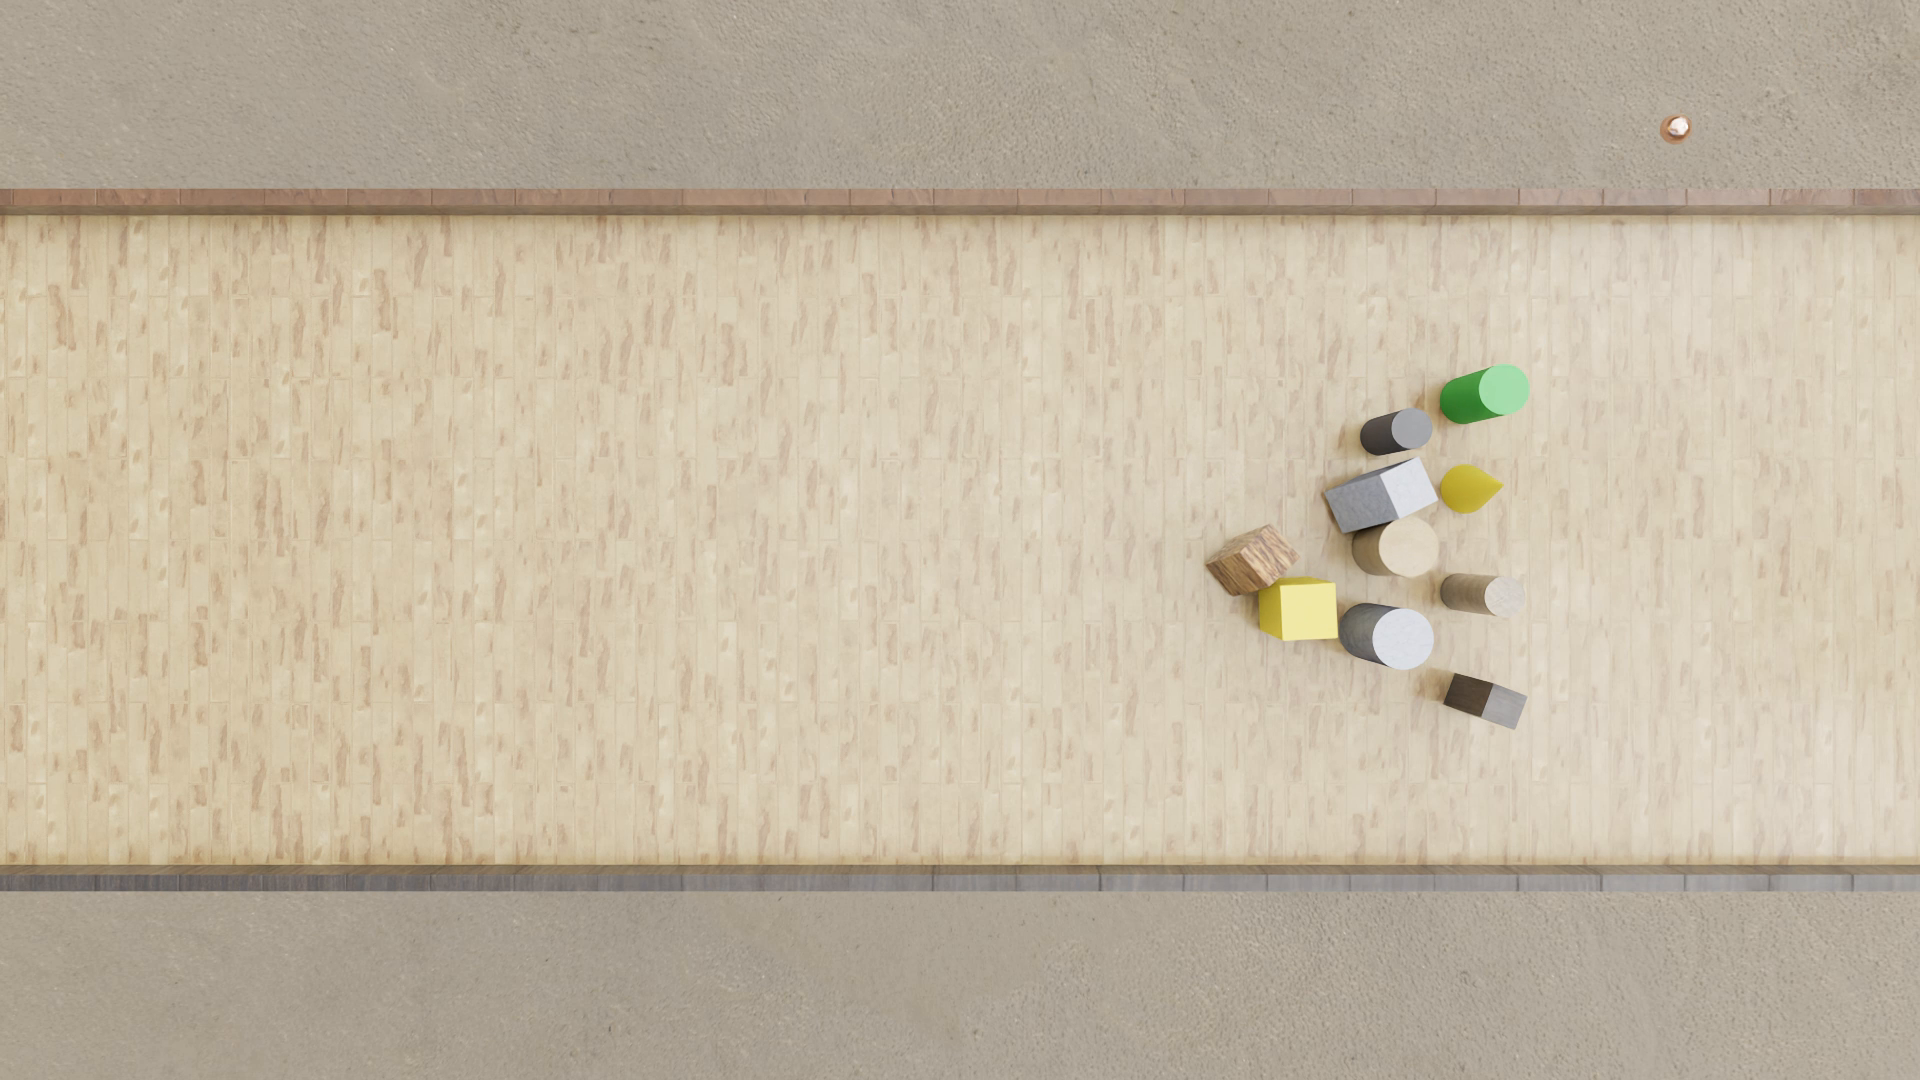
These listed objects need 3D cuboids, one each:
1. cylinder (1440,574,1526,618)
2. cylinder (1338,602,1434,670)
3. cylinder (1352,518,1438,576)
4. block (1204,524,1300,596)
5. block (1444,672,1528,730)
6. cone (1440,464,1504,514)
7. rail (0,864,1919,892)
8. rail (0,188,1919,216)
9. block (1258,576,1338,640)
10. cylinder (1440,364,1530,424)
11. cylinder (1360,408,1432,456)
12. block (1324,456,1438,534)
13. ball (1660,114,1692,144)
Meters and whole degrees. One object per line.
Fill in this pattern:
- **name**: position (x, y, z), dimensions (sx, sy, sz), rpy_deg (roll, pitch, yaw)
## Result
- **cylinder**: position (1.535, 0.160, 4.861), dimensions (0.116, 0.432, 0.116), rpy_deg (0, 90, 0)
- **cylinder**: position (1.252, 0.280, 4.868), dimensions (0.173, 0.418, 0.173), rpy_deg (0, 90, 0)
- **cylinder**: position (1.291, 0.022, 4.909), dimensions (0.172, 0.333, 0.172), rpy_deg (0, 89, 0)
- **block**: position (0.866, 0.063, 4.906), dimensions (0.131, 0.319, 0.131), rpy_deg (-41, 91, -12)
- **block**: position (1.554, 0.476, 4.891), dimensions (0.104, 0.370, 0.104), rpy_deg (21, 90, 0)
- **cone**: position (1.555, -0.157, 4.893), dimensions (0.151, 0.367, 0.151), rpy_deg (0, 90, 0)
- **rail**: position (-2.247, 1.025, 5.001), dimensions (12.000, 0.150, 0.050), rpy_deg (0, 90, 0)
- **rail**: position (-2.247, -1.025, 5.002), dimensions (12.000, 0.150, 0.050), rpy_deg (0, 90, 0)
- **block**: position (0.998, 0.200, 4.897), dimensions (0.157, 0.355, 0.157), rpy_deg (-3, 92, 0)
- **cylinder**: position (1.549, -0.429, 4.885), dimensions (0.145, 0.383, 0.145), rpy_deg (0, 90, 0)
- **cylinder**: position (1.290, -0.319, 4.891), dimensions (0.118, 0.370, 0.118), rpy_deg (0, 90, 0)
- **block**: position (1.244, -0.130, 4.890), dimensions (0.138, 0.347, 0.138), rpy_deg (-24, 90, -16)
- **ball**: position (4.506, -2.587, 10.379), dimensions (0.188, 0.188, 0.188), rpy_deg (0, 90, 0)
